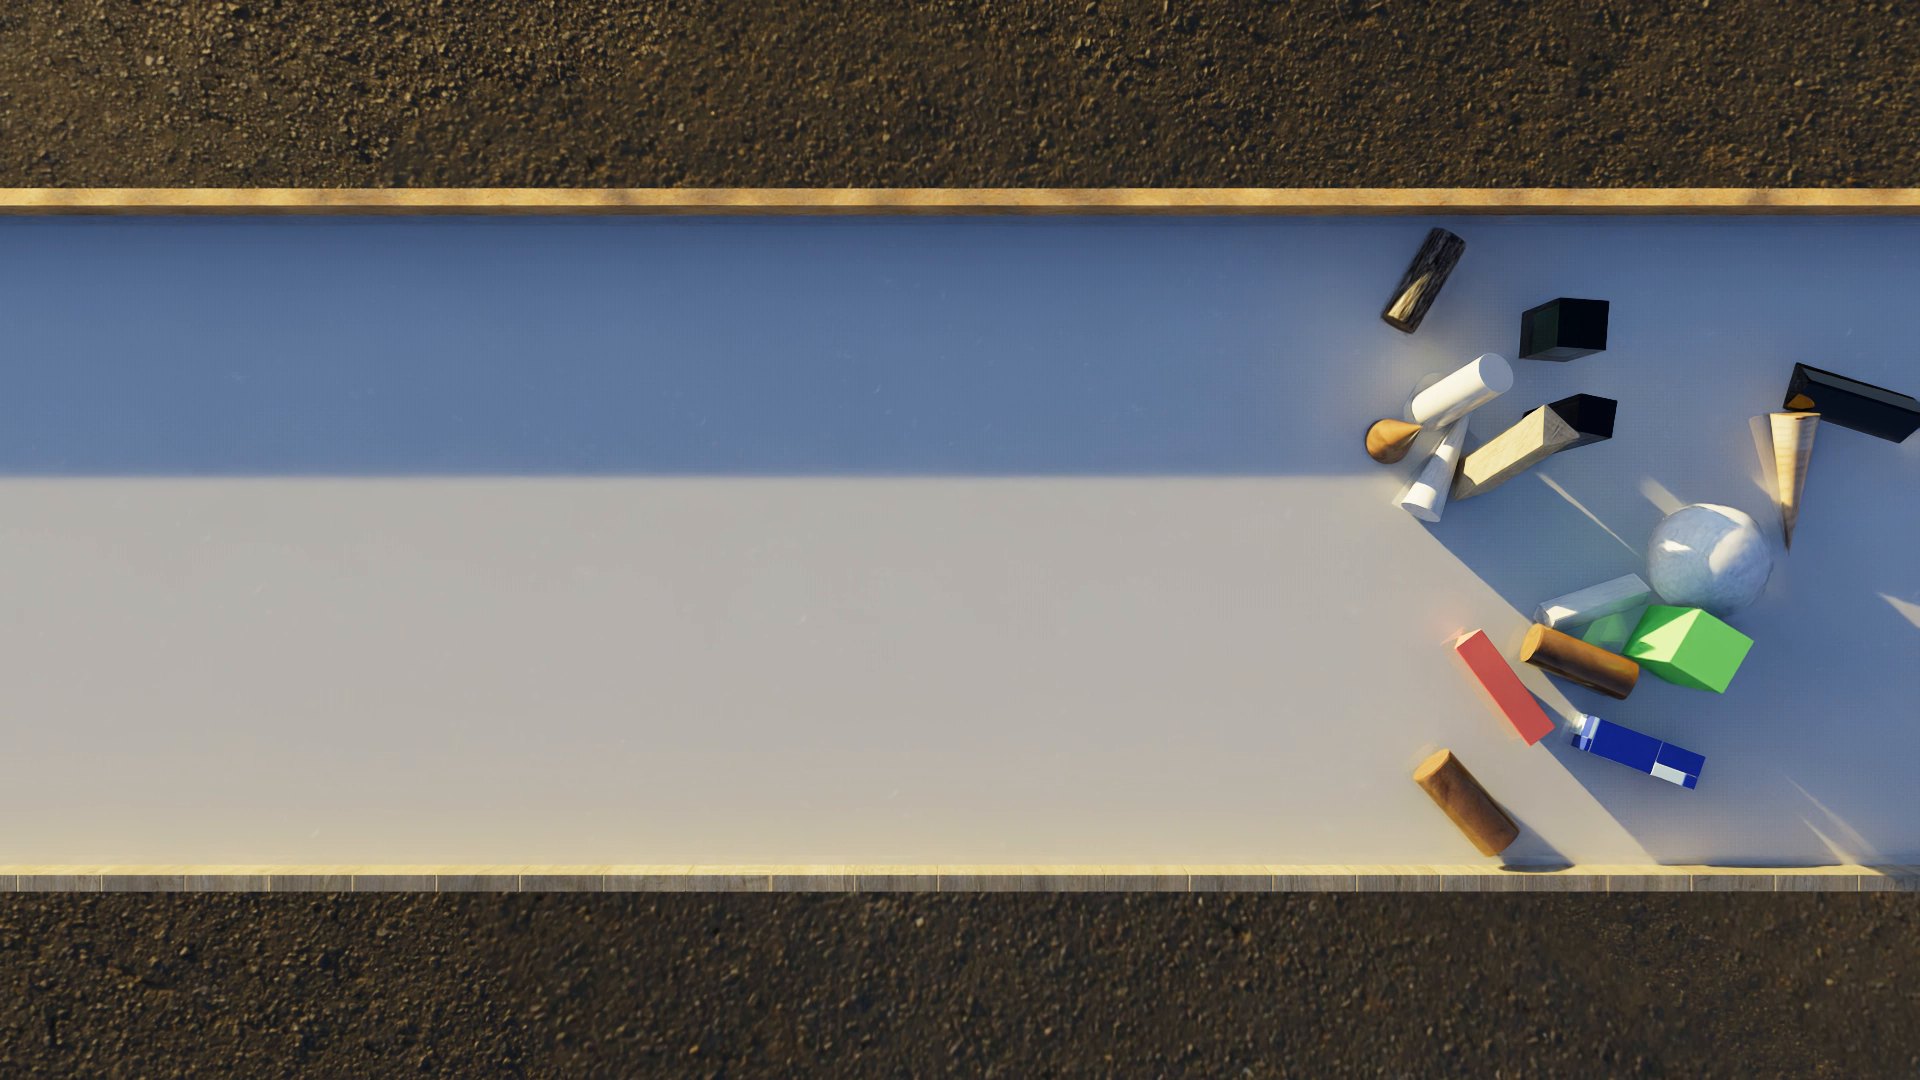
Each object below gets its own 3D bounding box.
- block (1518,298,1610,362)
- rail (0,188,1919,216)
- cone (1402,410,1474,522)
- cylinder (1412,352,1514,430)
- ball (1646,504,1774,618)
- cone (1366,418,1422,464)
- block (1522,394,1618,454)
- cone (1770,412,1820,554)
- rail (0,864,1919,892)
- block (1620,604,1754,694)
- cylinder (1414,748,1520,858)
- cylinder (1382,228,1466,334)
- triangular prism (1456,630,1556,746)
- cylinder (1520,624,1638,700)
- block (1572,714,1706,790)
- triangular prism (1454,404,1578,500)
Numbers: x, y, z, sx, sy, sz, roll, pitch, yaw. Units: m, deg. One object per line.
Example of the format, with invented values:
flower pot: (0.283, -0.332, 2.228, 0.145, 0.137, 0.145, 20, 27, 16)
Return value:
block: (1.797, -0.624, 4.916, 0.143, 0.320, 0.143, 4, 90, 0)
rail: (-2.247, -1.025, 5.002, 12.000, 0.150, 0.050, 0, 90, 0)
cone: (1.502, -0.281, 5.045, 0.126, 0.126, 0.447, 27, 82, 0)
cylinder: (1.494, -0.439, 4.910, 0.124, 0.310, 0.124, 7, 70, -21)
ball: (2.228, 0.062, 4.905, 0.343, 0.343, 0.343, 0, 90, 0)
cone: (1.321, -0.314, 4.899, 0.141, 0.346, 0.141, 0, 87, -2)
block: (1.792, -0.341, 4.878, 0.110, 0.381, 0.110, 11, 85, -4)
cone: (2.542, -0.164, 5.042, 0.138, 0.138, 0.444, -2, 99, 0)
rail: (-2.247, 1.025, 5.001, 12.000, 0.150, 0.050, 0, 90, 0)
block: (2.154, 0.320, 4.900, 0.178, 0.352, 0.178, 31, 90, 0)
cylinder: (1.538, 0.798, 5.007, 0.139, 0.139, 0.317, -42, 90, 0)
cylinder: (1.412, -0.788, 5.020, 0.114, 0.114, 0.306, 31, 90, 0)
triangular prism: (1.661, 0.440, 5.013, 0.085, 0.098, 0.373, -37, 90, 31)
cylinder: (1.882, 0.370, 5.013, 0.317, 0.125, 0.125, 22, 90, 0)
block: (2.064, 0.643, 5.024, 0.353, 0.105, 0.105, 20, 90, 0)
triangular prism: (1.614, -0.261, 4.865, 0.133, 0.439, 0.116, -14, 76, -23)
